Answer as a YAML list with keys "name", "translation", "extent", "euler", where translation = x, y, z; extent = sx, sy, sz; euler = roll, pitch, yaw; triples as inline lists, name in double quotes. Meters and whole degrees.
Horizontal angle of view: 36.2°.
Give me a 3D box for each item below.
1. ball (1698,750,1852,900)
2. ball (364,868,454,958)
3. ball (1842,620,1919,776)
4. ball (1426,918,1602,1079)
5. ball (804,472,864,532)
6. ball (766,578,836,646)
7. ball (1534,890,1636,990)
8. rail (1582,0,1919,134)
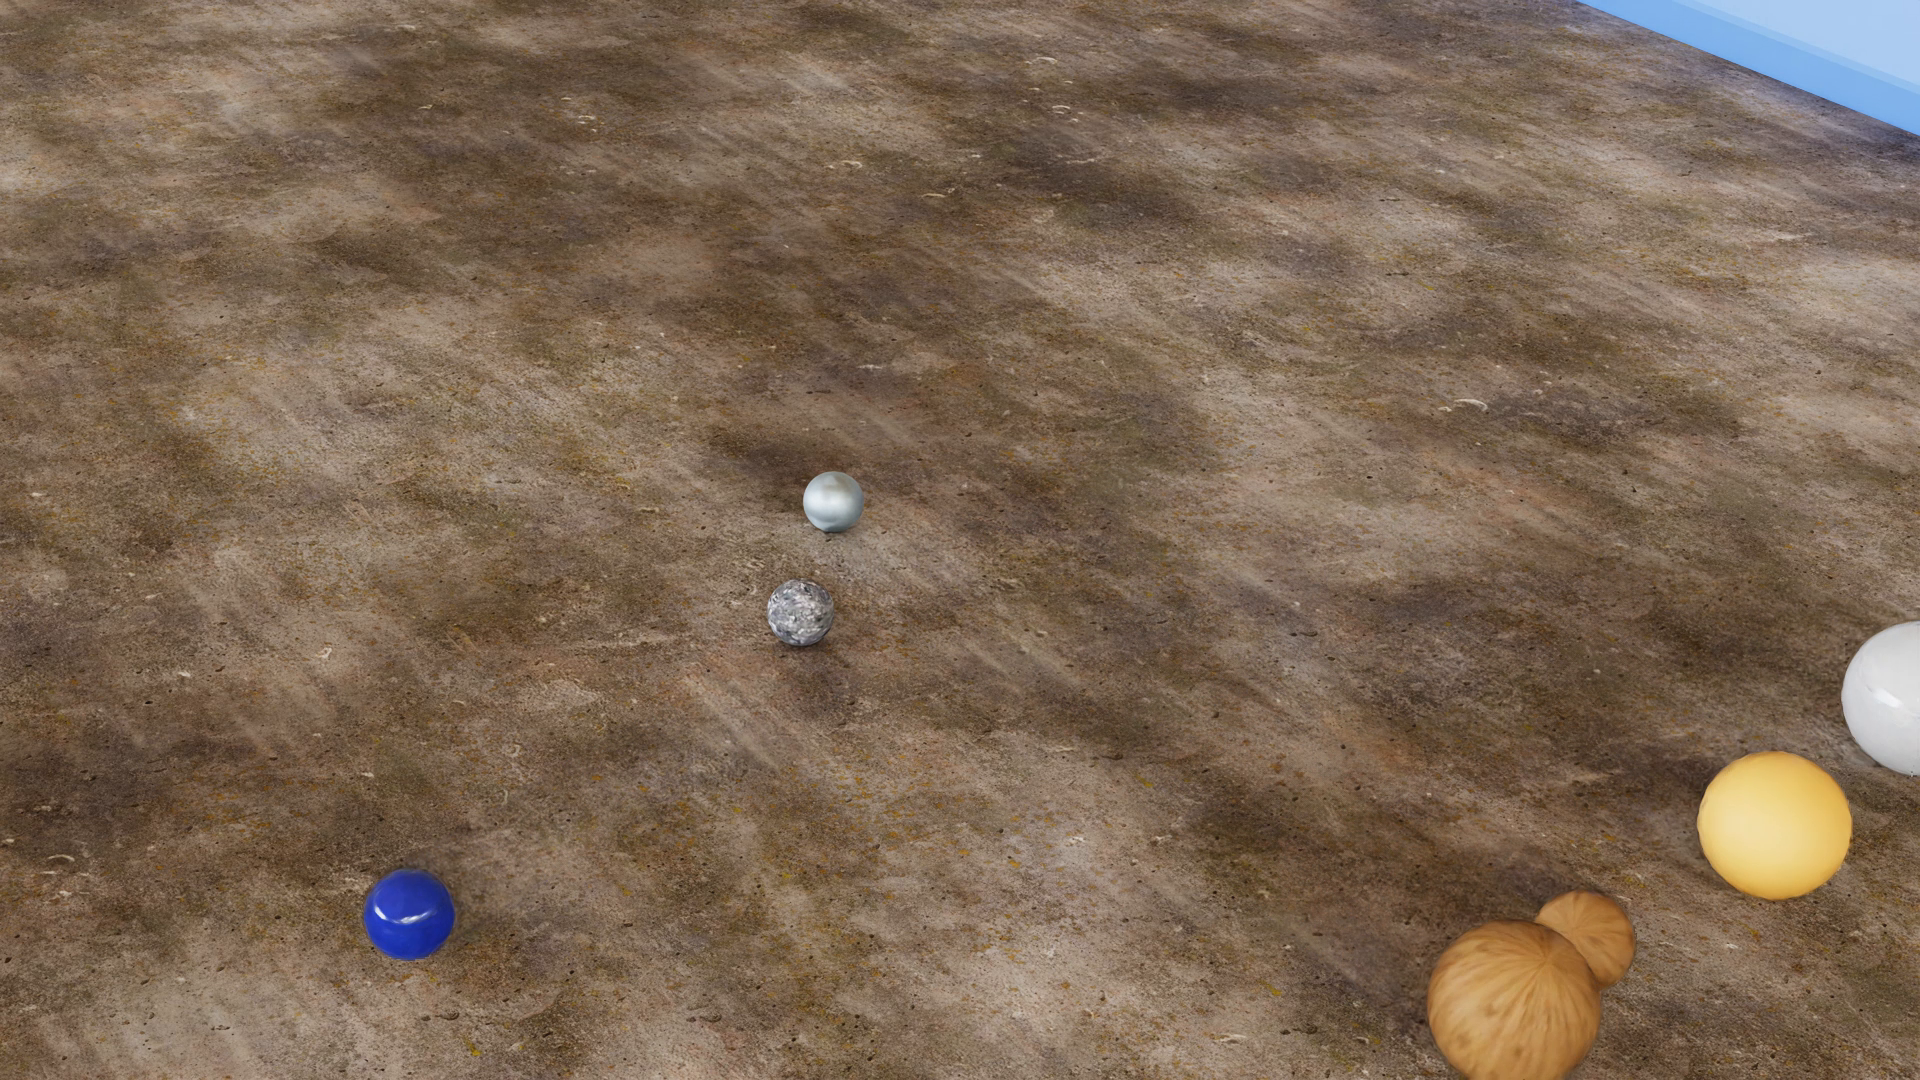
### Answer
- name: "ball"
  translation: [0.441, 0.154, 1.592]
  extent: [0.080, 0.080, 0.080]
  euler: [0, 28, 0]
- name: "ball"
  translation: [-0.290, 0.196, 1.548]
  extent: [0.047, 0.047, 0.047]
  euler: [0, 28, 0]
- name: "ball"
  translation: [0.557, 0.091, 1.700]
  extent: [0.090, 0.090, 0.090]
  euler: [0, 28, 0]
- name: "ball"
  translation: [0.272, 0.229, 1.448]
  extent: [0.084, 0.084, 0.084]
  euler: [0, 28, 0]
- name: "ball"
  translation: [-0.085, -0.026, 1.972]
  extent: [0.041, 0.041, 0.041]
  euler: [0, 28, 0]
- name: "ball"
  translation: [-0.099, 0.045, 1.837]
  extent: [0.043, 0.043, 0.043]
  euler: [0, 28, 0]
- name: "ball"
  translation: [0.322, 0.208, 1.521]
  extent: [0.053, 0.053, 0.053]
  euler: [0, 28, 0]
- name: "rail"
  translation: [0.443, -0.730, 3.212]
  extent: [0.045, 0.117, 4.233]
  euler: [-16, 32, -27]
